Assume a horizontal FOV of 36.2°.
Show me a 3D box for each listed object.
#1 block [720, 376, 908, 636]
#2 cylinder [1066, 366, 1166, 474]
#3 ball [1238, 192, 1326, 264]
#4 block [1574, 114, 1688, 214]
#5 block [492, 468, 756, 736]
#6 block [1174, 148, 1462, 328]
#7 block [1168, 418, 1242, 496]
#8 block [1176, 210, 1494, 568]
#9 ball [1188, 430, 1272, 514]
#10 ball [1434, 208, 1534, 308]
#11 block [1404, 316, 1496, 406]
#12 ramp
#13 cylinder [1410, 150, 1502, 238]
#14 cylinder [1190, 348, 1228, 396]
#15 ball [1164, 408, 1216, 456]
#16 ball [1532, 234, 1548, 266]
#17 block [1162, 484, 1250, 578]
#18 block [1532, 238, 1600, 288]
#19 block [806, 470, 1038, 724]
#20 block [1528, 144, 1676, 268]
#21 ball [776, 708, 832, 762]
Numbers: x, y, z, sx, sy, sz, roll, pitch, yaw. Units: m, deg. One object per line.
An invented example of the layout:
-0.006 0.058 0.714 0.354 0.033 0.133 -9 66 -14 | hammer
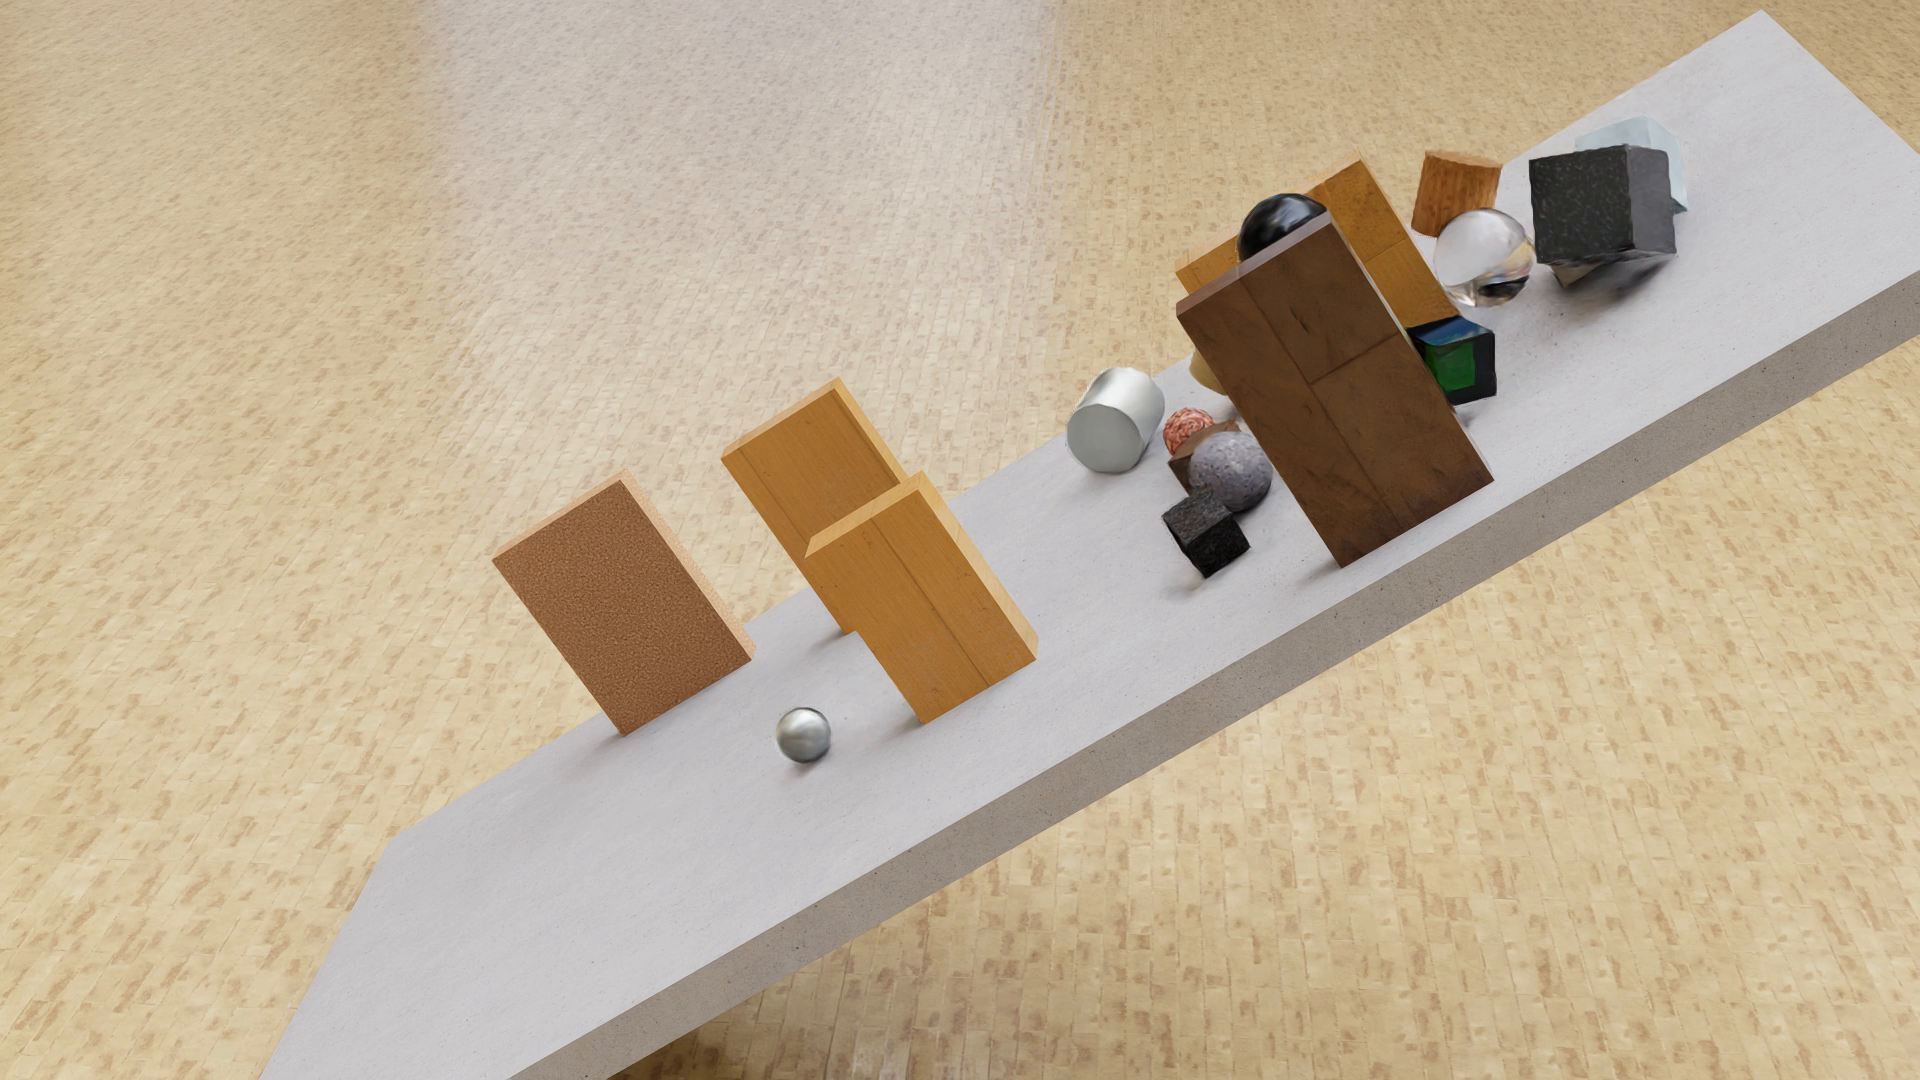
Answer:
-0.270 -0.076 6.744 0.316 0.510 0.090 -31 15 14 | block
0.352 -0.271 6.644 0.179 0.179 0.179 7 33 19 | cylinder
0.654 -0.588 5.846 0.203 0.203 0.203 0 20 0 | ball
1.334 -0.727 5.842 0.154 0.154 0.154 -16 -23 34 | block
-0.811 0.154 7.120 0.386 0.547 0.087 -31 15 14 | block
0.743 -0.506 6.075 0.441 0.423 0.095 -31 15 14 | block
0.526 -0.159 6.069 0.115 0.115 0.115 -18 22 47 | block
0.667 -0.264 5.230 0.315 0.559 0.088 -31 15 14 | block
0.539 -0.135 5.864 0.168 0.168 0.168 0 20 0 | ball
1.071 -0.577 6.018 0.203 0.203 0.203 0 20 0 | ball
0.922 -0.335 5.551 0.126 0.126 0.126 -15 23 -19 | block
0.139 0.171 6.297 4.000 0.100 2.000 -31 15 14 | ramp
1.043 -0.722 6.180 0.162 0.162 0.162 8 17 -3 | cylinder
0.617 -0.437 6.427 0.189 0.189 0.189 11 31 -6 | cylinder
0.497 -0.226 6.328 0.119 0.119 0.119 0 20 0 | ball
1.218 -0.607 5.965 0.115 0.115 0.115 0 20 0 | ball
0.475 -0.016 5.685 0.107 0.107 0.107 -35 41 -1 | block
1.216 -0.580 5.849 0.110 0.110 0.110 -34 1 11 | block
-0.074 0.117 5.899 0.271 0.426 0.117 -31 15 14 | block
1.233 -0.639 5.647 0.199 0.199 0.199 -5 -1 36 | block
-0.327 0.407 6.147 0.116 0.116 0.116 0 20 0 | ball
